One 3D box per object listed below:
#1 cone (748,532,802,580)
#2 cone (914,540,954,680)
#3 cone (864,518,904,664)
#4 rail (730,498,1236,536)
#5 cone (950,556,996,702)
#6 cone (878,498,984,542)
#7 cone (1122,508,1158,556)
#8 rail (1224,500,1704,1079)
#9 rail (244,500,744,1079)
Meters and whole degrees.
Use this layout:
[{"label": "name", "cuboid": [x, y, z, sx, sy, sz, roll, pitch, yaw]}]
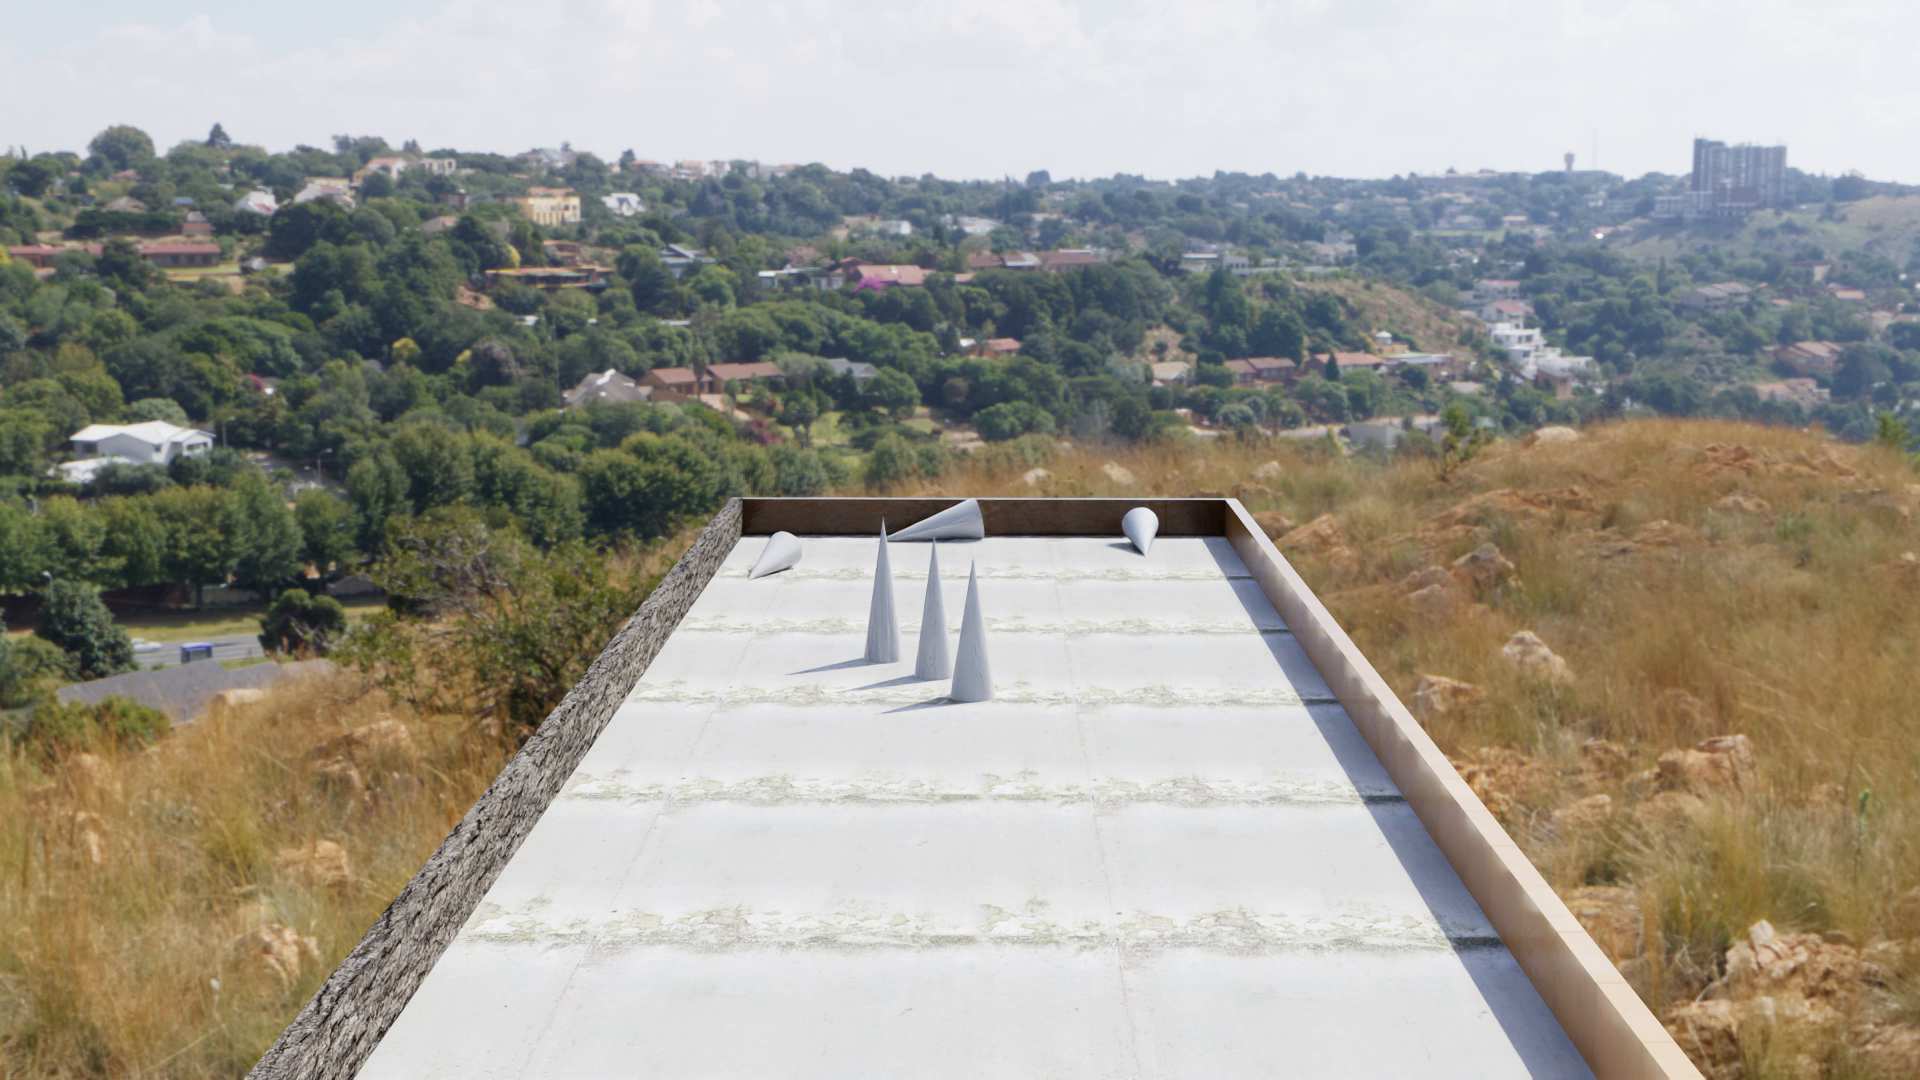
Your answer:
[{"label": "cone", "cuboid": [-0.722, 0.093, 8.201, 0.143, 0.143, 0.329, 4, 22, 21]}, {"label": "cone", "cuboid": [-0.075, 0.192, 6.448, 0.120, 0.423, 0.120, 0, 9, 0]}, {"label": "cone", "cuboid": [-0.232, 0.146, 6.681, 0.126, 0.439, 0.126, 0, 9, 0]}, {"label": "rail", "cuboid": [0.099, -0.098, 9.147, 2.100, 0.150, 0.050, 0, 9, 1]}, {"label": "cone", "cuboid": [0.037, 0.244, 6.184, 0.132, 0.403, 0.132, 0, 9, 0]}, {"label": "cone", "cuboid": [-0.138, -0.040, 8.992, 0.441, 0.172, 0.172, -13, 12, -12]}, {"label": "cone", "cuboid": [0.729, 0.003, 8.755, 0.148, 0.148, 0.378, 0, 20, 1]}, {"label": "rail", "cuboid": [1.046, 0.843, 3.208, 0.050, 0.150, 12.000, 0, 9, 1]}, {"label": "rail", "cuboid": [-1.004, 0.839, 3.234, 0.050, 0.150, 12.000, 0, 9, 1]}]
